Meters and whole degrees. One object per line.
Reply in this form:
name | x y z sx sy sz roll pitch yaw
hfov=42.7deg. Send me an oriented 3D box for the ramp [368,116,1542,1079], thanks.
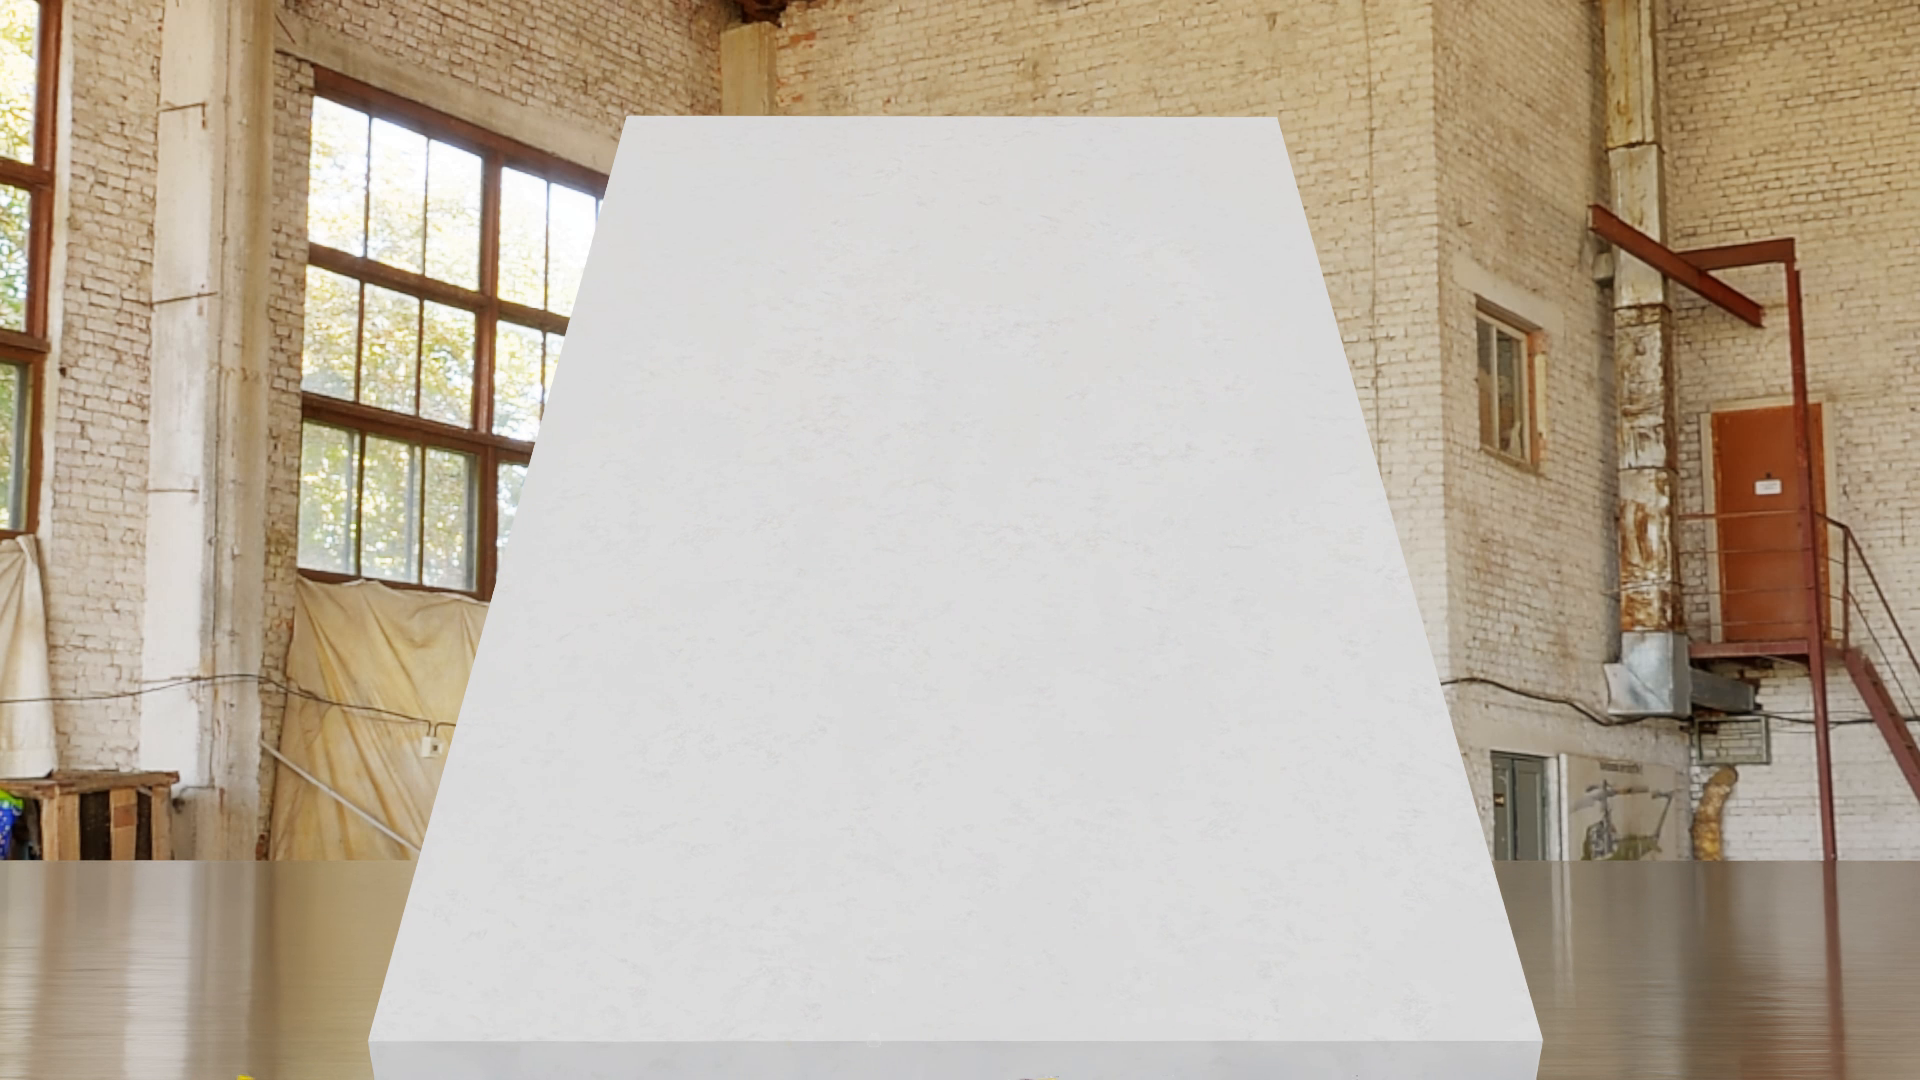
ramp | -0.015 -0.183 5.889 2.000 0.100 4.000 0 33 0
